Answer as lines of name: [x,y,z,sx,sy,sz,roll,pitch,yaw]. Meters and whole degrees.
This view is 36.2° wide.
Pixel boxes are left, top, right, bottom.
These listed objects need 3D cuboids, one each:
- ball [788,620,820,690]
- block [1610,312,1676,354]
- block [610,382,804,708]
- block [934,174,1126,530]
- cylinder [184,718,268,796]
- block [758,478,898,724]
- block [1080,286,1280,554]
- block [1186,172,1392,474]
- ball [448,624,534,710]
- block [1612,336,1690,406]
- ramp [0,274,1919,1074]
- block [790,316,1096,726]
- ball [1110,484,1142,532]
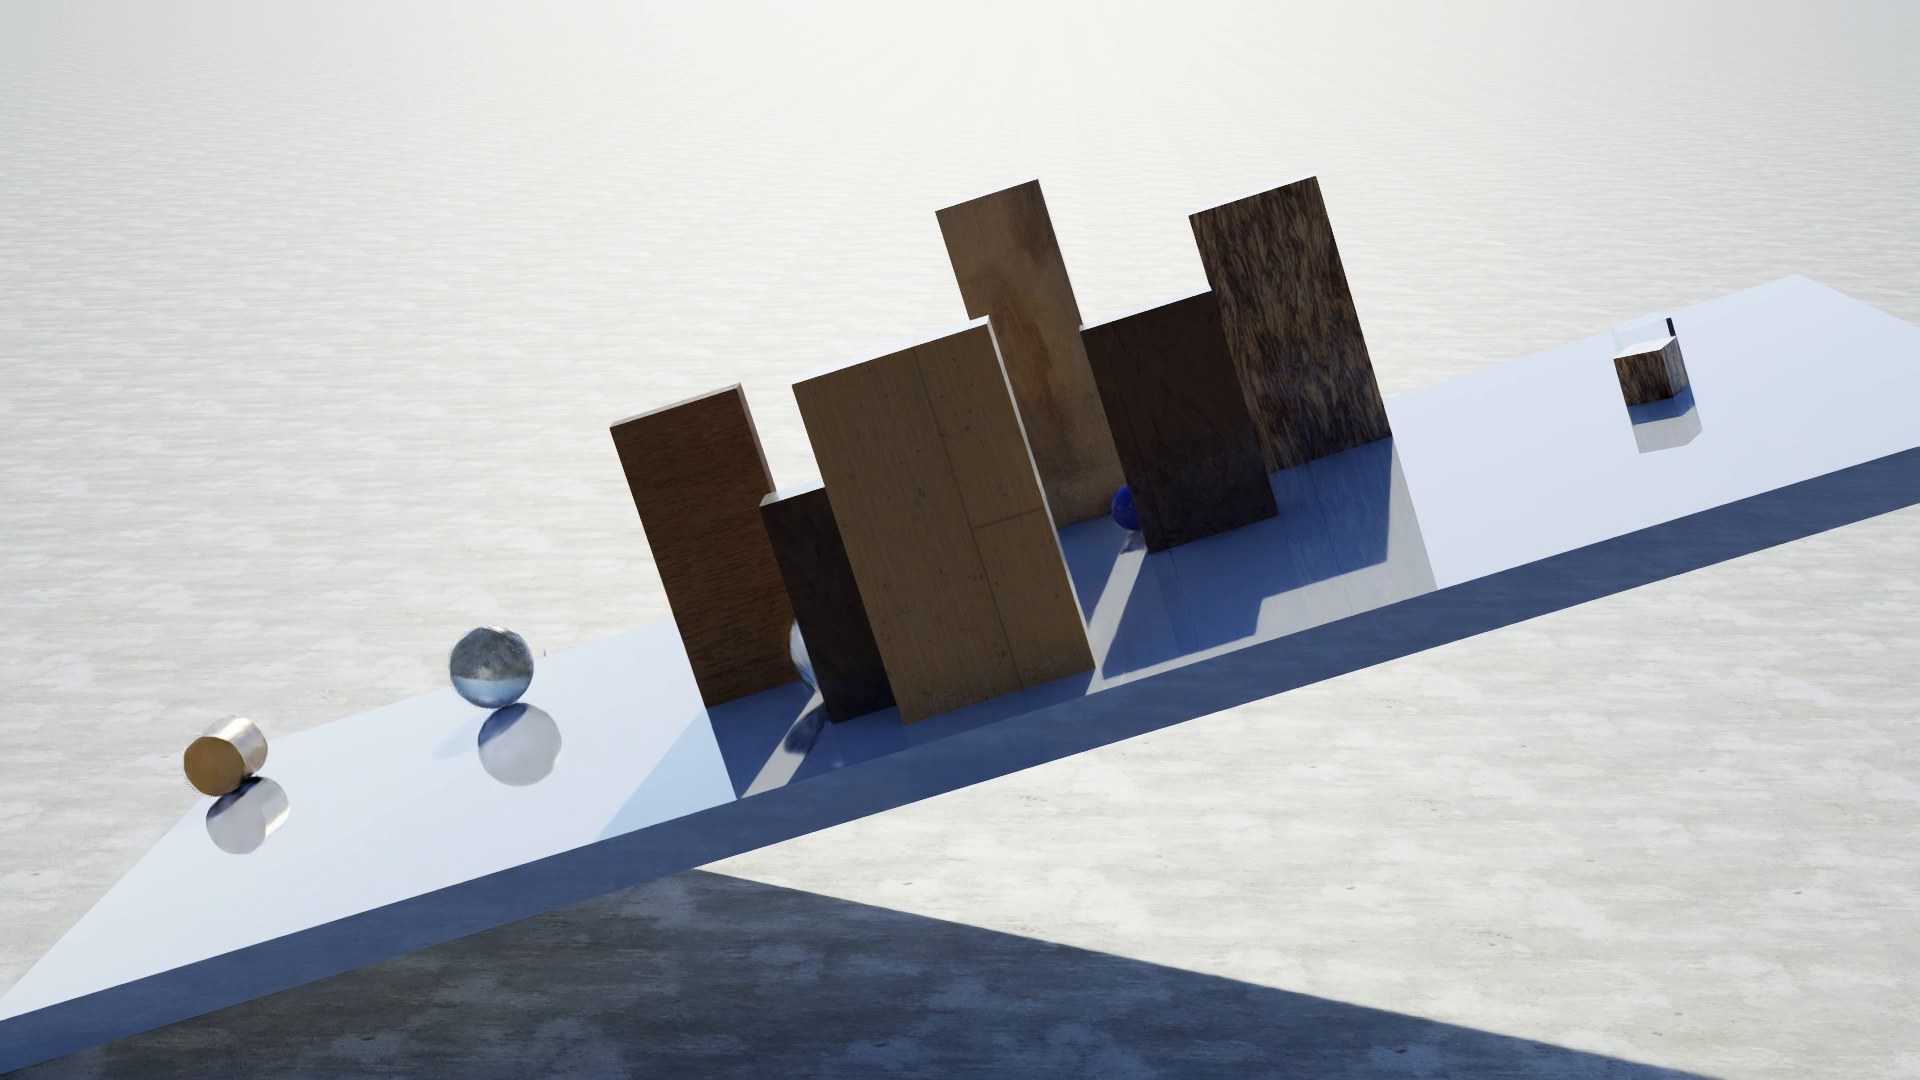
ball: [-0.241,0.208,5.908,0.205,0.205,0.205,0,11,0]
block: [1.520,-0.429,6.508,0.114,0.114,0.114,-17,10,4]
block: [-0.498,0.013,6.180,0.280,0.629,0.084,-17,10,5]
block: [0.183,-0.431,6.882,0.249,0.797,0.121,-17,10,5]
cylinder: [-1.747,0.515,7.001,0.150,0.150,0.150,2,14,8]
block: [-0.187,0.096,5.713,0.266,0.451,0.129,-17,10,5]
block: [0.469,-0.256,6.295,0.290,0.505,0.092,-17,10,5]
block: [0.754,-0.494,6.727,0.301,0.622,0.081,-17,10,5]
ball: [-1.101,0.299,6.910,0.198,0.198,0.198,0,11,0]
block: [1.469,-0.359,6.248,0.107,0.107,0.107,-11,13,35]
ramp: [0.099,0.183,6.312,4.000,0.100,2.000,-17,10,5]
block: [-0.026,-0.035,5.497,0.377,0.676,0.119,-17,10,5]
ball: [0.391,-0.074,6.582,0.108,0.108,0.108,0,11,0]
